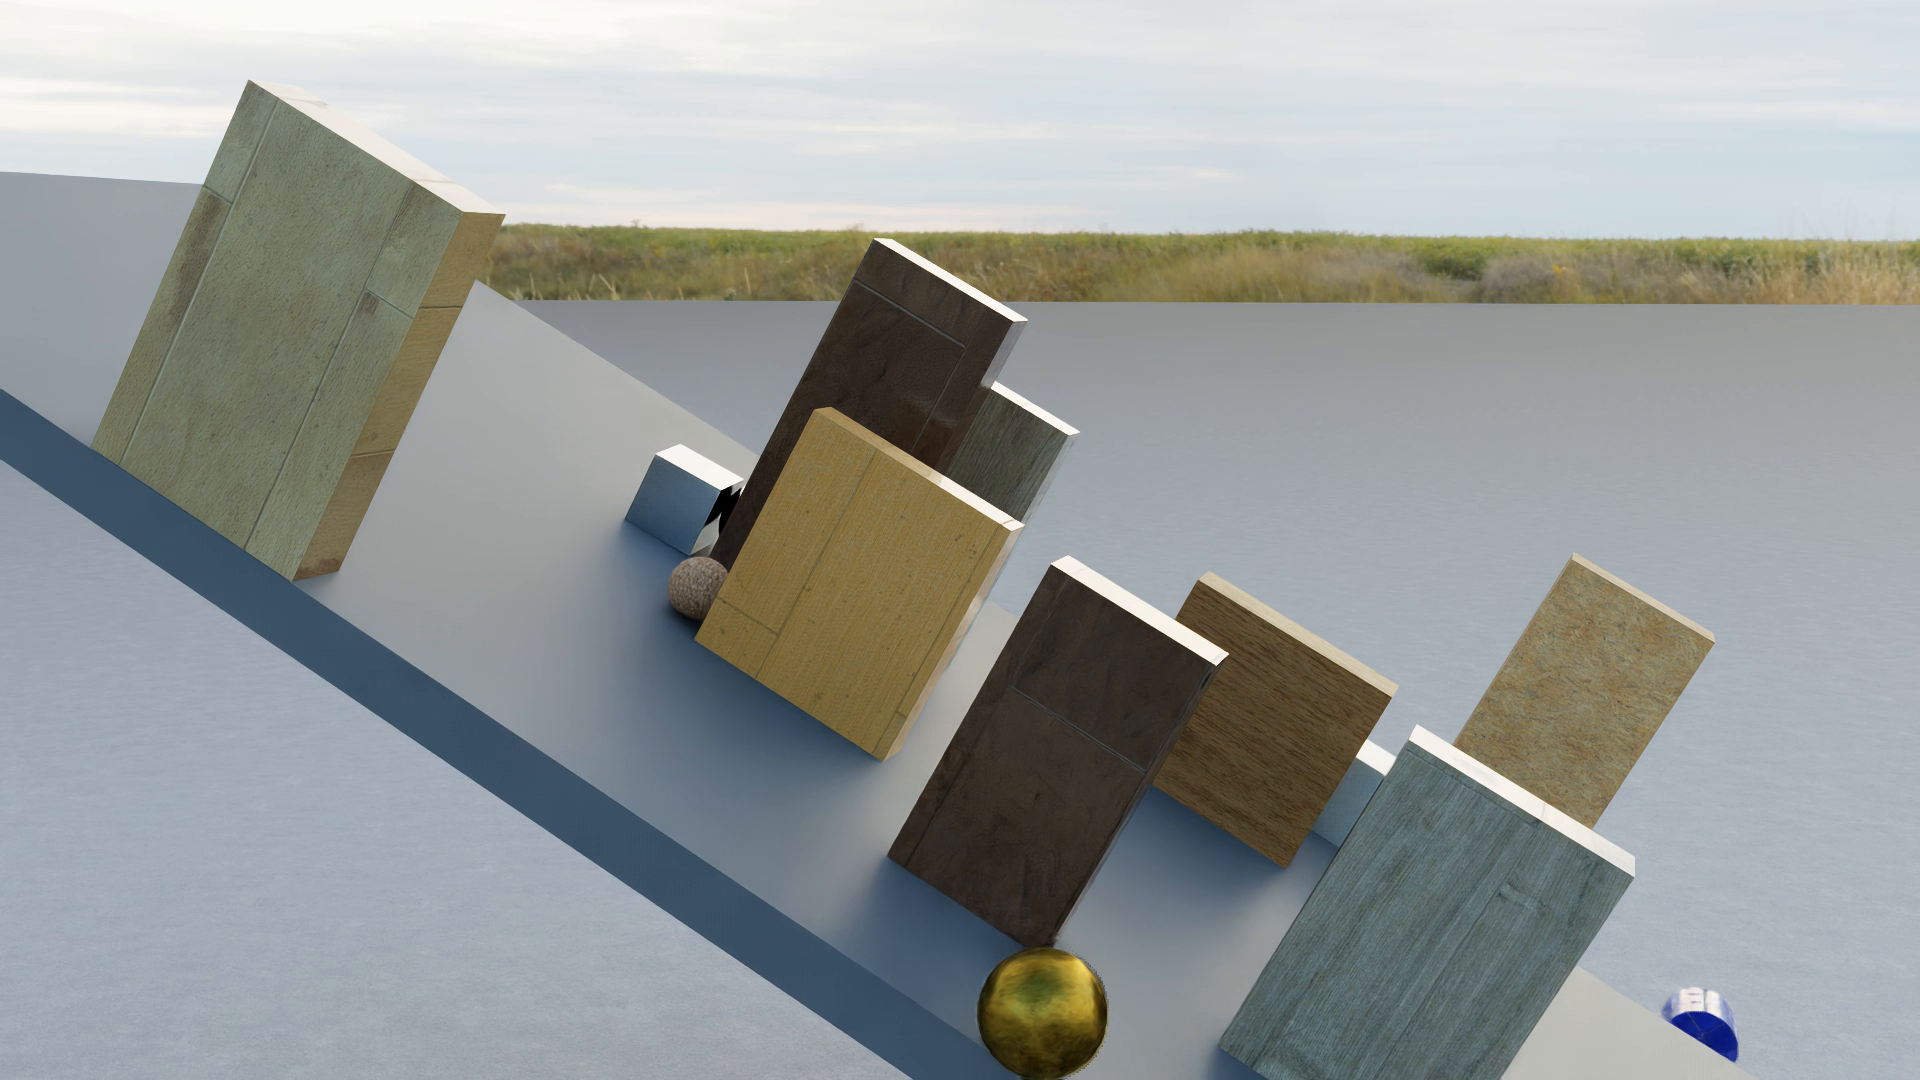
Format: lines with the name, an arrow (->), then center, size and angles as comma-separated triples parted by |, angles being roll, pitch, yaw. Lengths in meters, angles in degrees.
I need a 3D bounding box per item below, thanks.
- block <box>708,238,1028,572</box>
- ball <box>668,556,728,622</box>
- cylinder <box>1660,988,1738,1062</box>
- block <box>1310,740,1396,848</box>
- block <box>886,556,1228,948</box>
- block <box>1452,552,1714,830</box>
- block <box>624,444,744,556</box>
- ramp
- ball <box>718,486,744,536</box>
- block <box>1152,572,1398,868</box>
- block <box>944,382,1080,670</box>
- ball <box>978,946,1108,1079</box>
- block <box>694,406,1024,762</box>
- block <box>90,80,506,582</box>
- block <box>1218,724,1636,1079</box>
block -> -0.189, -0.164, 4.130 | 0.305, 0.741, 0.101 | 32, 15, 11
ball -> -0.471, 0.089, 3.989 | 0.117, 0.117, 0.117 | 0, 7, 0
cylinder -> 1.716, 1.150, 5.112 | 0.170, 0.170, 0.170 | 2, 7, 18
block -> 0.877, 0.563, 4.765 | 0.189, 0.189, 0.189 | 32, 15, 13
block -> 0.149, 0.338, 3.435 | 0.294, 0.547, 0.107 | 32, 15, 11
block -> 1.234, 0.446, 4.651 | 0.327, 0.776, 0.125 | 32, 15, 11
block -> -0.546, -0.081, 4.361 | 0.148, 0.148, 0.148 | 29, 14, 6
ramp -> -0.197, 0.325, 4.134 | 4.000, 0.100, 2.000 | 32, 15, 11
ball -> -0.378, -0.020, 4.366 | 0.203, 0.203, 0.203 | 0, 7, 0
block -> 0.582, 0.361, 4.447 | 0.444, 0.413, 0.130 | 32, 15, 11
block -> -0.061, -0.066, 4.404 | 0.371, 0.559, 0.089 | 32, 15, 11
ball -> 0.113, 0.652, 3.029 | 0.180, 0.180, 0.180 | 0, 7, 0
block -> -0.181, 0.076, 3.857 | 0.407, 0.475, 0.083 | 32, 15, 11
block -> -1.006, -0.314, 3.326 | 0.400, 0.628, 0.126 | 32, 15, 11
block -> 0.716, 0.639, 3.401 | 0.380, 0.582, 0.119 | 32, 15, 11
